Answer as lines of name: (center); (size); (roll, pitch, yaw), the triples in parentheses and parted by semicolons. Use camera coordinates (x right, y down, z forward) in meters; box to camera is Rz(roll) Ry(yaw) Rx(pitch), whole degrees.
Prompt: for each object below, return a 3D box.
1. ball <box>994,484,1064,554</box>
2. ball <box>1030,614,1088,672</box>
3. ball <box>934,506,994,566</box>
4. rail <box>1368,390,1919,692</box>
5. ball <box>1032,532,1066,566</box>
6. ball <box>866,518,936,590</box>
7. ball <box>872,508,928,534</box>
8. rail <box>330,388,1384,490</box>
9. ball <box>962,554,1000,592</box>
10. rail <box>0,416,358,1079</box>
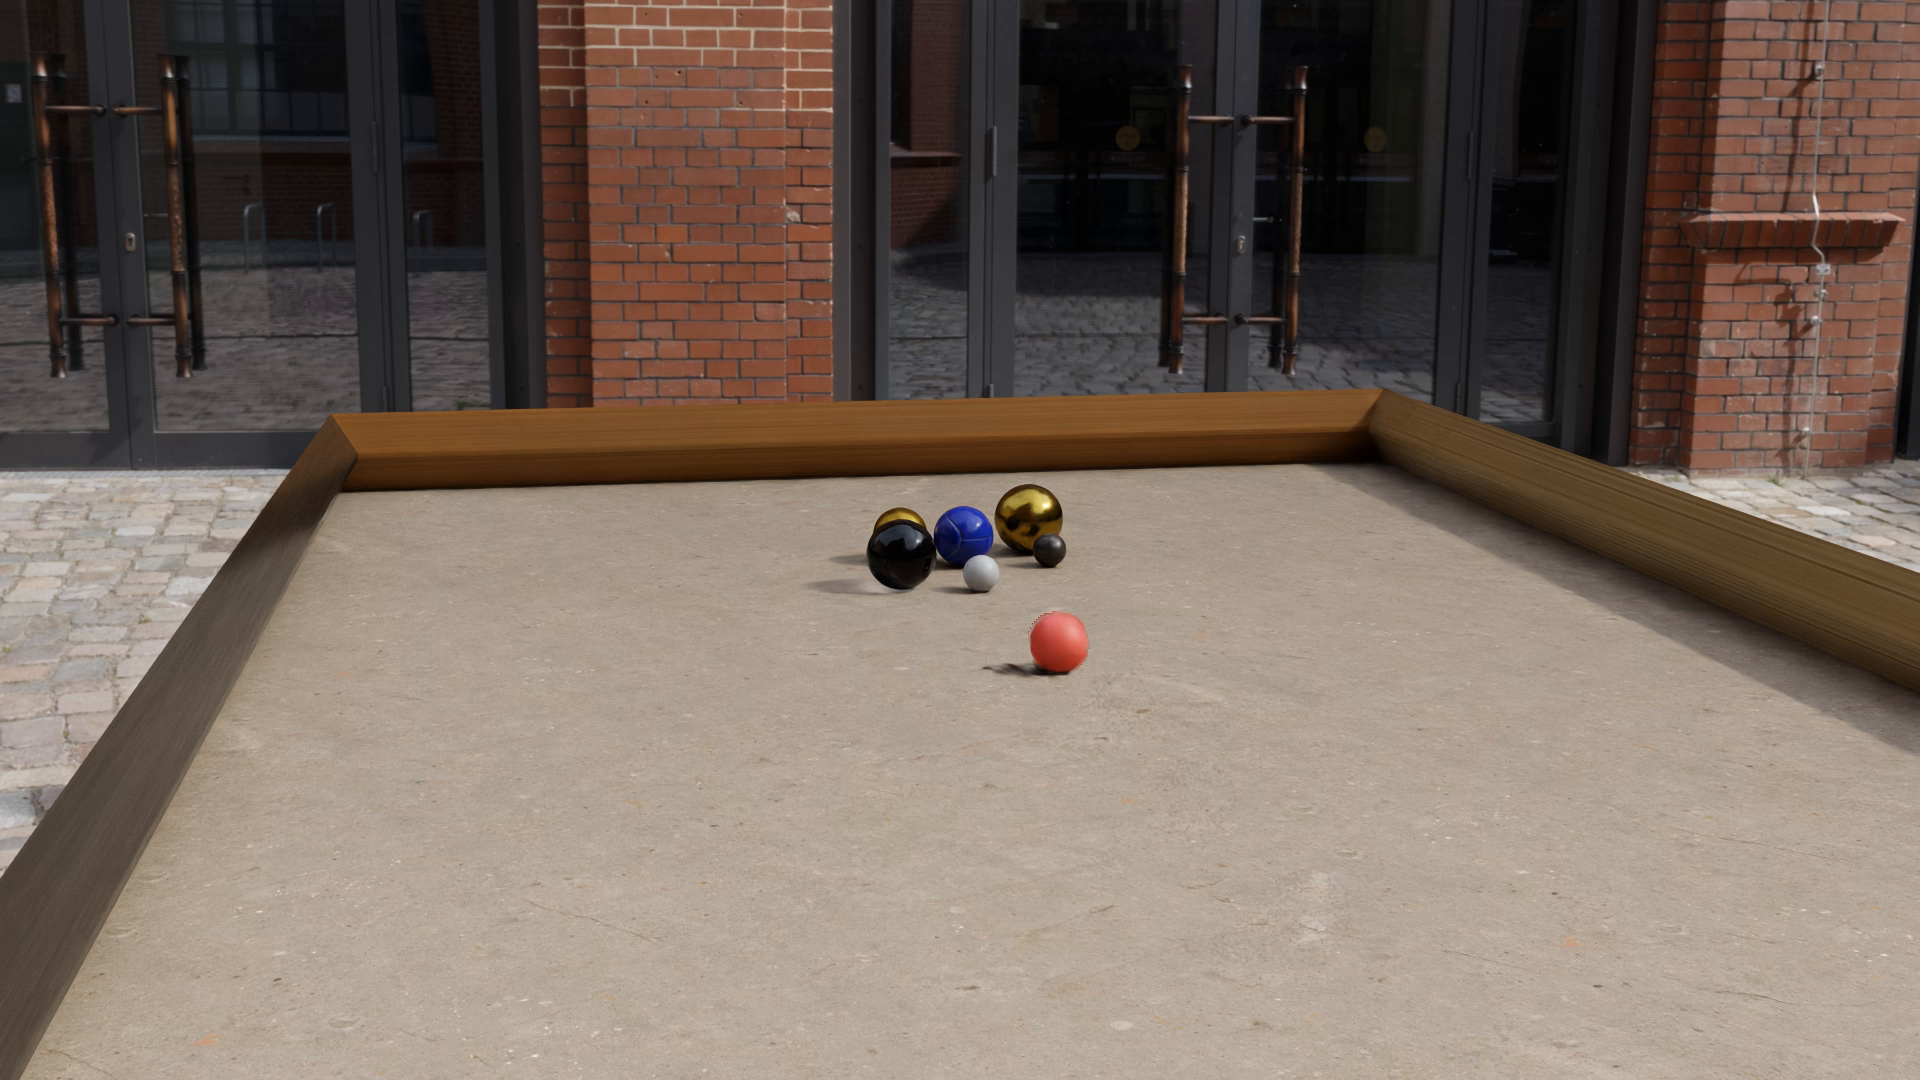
ball: (0.098, -0.031, 3.134); (0.098, 0.098, 0.098); (0, 11, 0)
ball: (0.111, 0.116, 2.479); (0.066, 0.066, 0.066); (0, 11, 0)
ball: (0.005, -0.005, 3.045); (0.084, 0.084, 0.084); (0, 11, 0)
rail: (1.012, 0.090, 2.445); (0.045, 0.128, 3.096); (-2, 11, -10)
ball: (0.124, 0.013, 3.045); (0.047, 0.047, 0.047); (0, 11, 0)
ball: (-0.077, 0.019, 2.898); (0.093, 0.093, 0.093); (0, 11, 0)
ball: (-0.083, -0.007, 3.073); (0.077, 0.077, 0.077); (0, 11, 0)
rail: (-0.134, -0.171, 3.760); (1.823, 0.128, 0.045); (-2, 11, -10)
ball: (0.028, 0.044, 2.889); (0.048, 0.048, 0.048); (0, 11, 0)
rail: (-0.735, 0.152, 2.133); (0.045, 0.128, 3.096); (-2, 11, -10)
